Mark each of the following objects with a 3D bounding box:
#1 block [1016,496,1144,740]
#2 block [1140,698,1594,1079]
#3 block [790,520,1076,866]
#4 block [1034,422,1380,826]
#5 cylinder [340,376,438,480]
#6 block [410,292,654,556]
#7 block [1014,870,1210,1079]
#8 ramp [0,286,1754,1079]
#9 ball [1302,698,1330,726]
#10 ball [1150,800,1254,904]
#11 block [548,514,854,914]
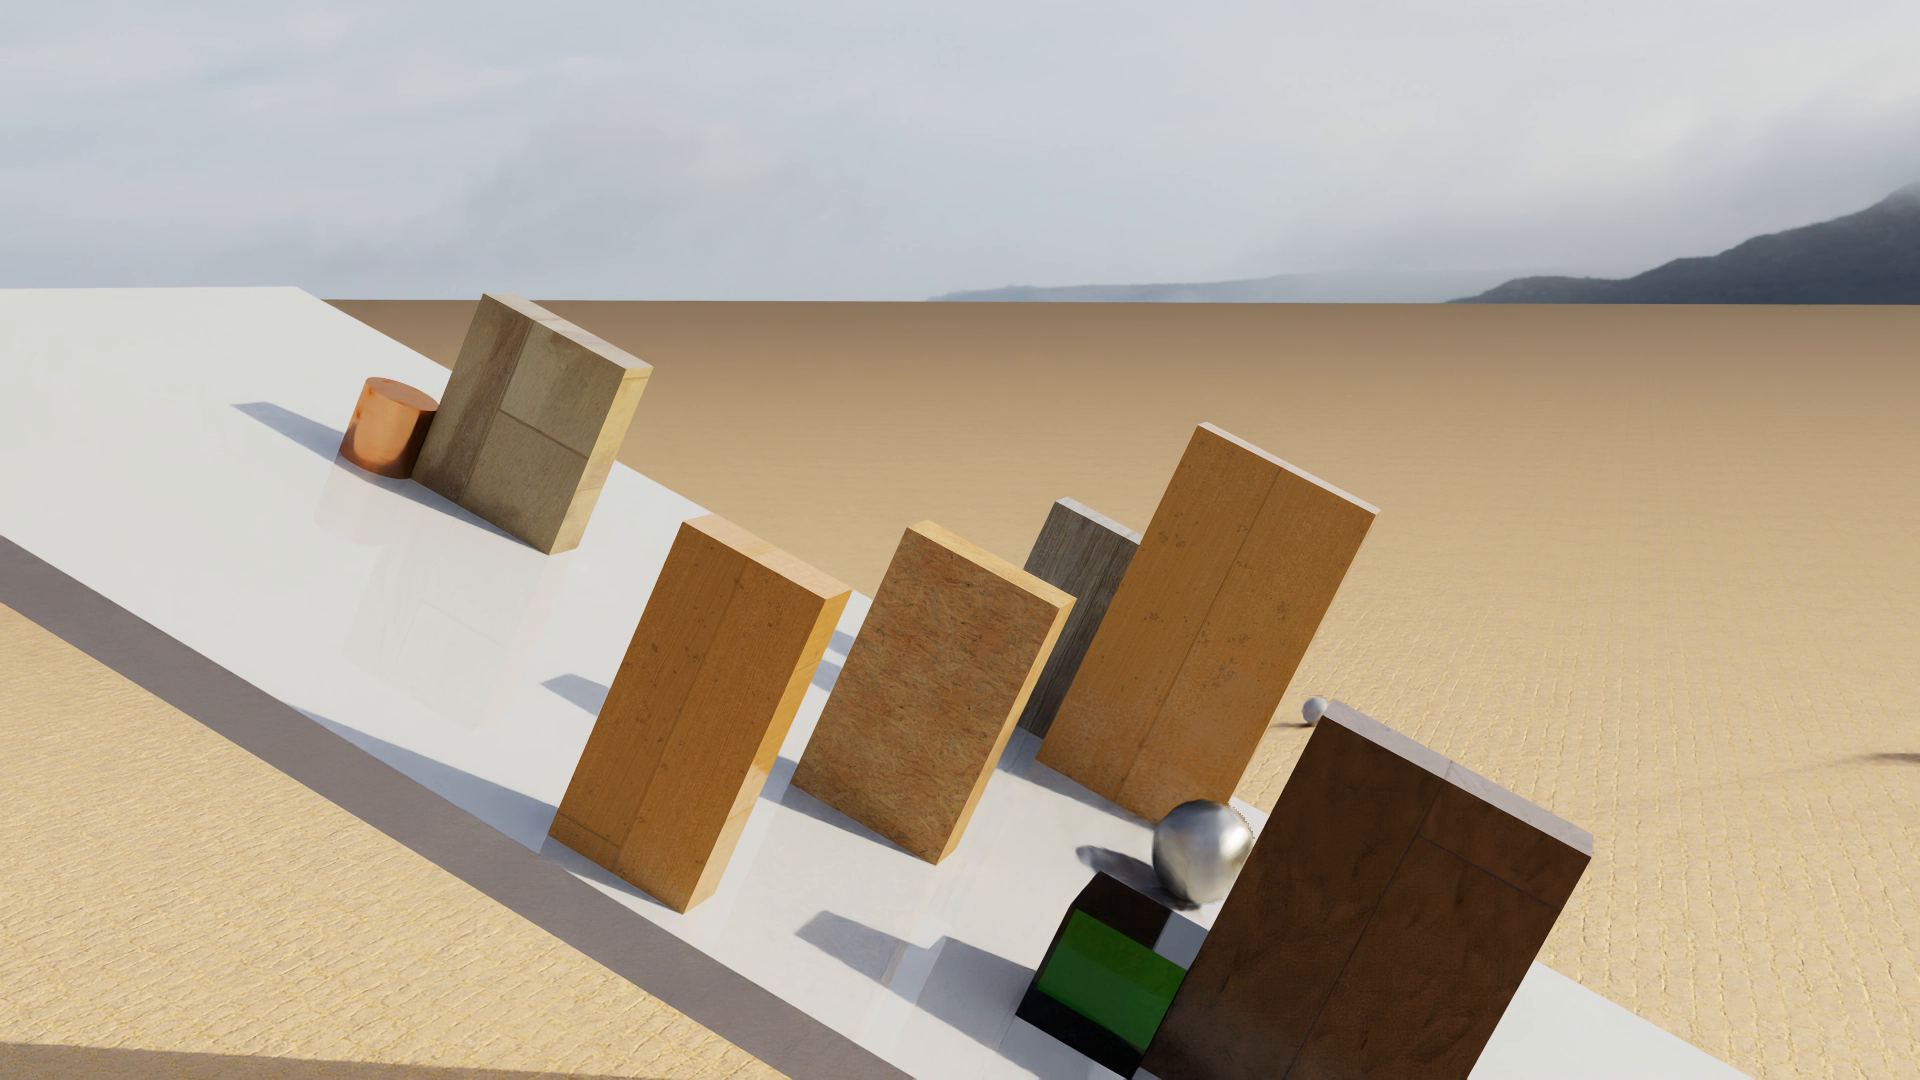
[{"bbox_3d":[0.295,0.215,4.742,0.407,0.479,0.103,28,14,12],"label":"block"},{"bbox_3d":[0.620,0.635,3.385,0.437,0.638,0.135,28,14,12],"label":"block"},{"bbox_3d":[-0.049,0.266,3.865,0.301,0.515,0.118,28,14,12],"label":"block"},{"bbox_3d":[0.503,0.199,4.516,0.397,0.784,0.096,28,14,12],"label":"block"},{"bbox_3d":[-1.175,-0.231,4.528,0.157,0.157,0.157,24,14,-6],"label":"cylinder"},{"bbox_3d":[-0.881,-0.241,4.516,0.348,0.421,0.127,28,14,12],"label":"block"},{"bbox_3d":[0.244,0.683,3.473,0.204,0.204,0.204,28,14,12],"label":"block"},{"bbox_3d":[-0.258,0.438,4.167,4.000,0.100,2.000,28,14,12],"label":"ramp"},{"bbox_3d":[1.466,0.706,9.044,0.117,0.117,0.117,0,7,0],"label":"ball"},{"bbox_3d":[0.463,0.596,4.205,0.197,0.197,0.197,0,7,0],"label":"ball"},{"bbox_3d":[-0.388,0.257,3.266,0.244,0.532,0.115,28,14,12],"label":"block"}]
